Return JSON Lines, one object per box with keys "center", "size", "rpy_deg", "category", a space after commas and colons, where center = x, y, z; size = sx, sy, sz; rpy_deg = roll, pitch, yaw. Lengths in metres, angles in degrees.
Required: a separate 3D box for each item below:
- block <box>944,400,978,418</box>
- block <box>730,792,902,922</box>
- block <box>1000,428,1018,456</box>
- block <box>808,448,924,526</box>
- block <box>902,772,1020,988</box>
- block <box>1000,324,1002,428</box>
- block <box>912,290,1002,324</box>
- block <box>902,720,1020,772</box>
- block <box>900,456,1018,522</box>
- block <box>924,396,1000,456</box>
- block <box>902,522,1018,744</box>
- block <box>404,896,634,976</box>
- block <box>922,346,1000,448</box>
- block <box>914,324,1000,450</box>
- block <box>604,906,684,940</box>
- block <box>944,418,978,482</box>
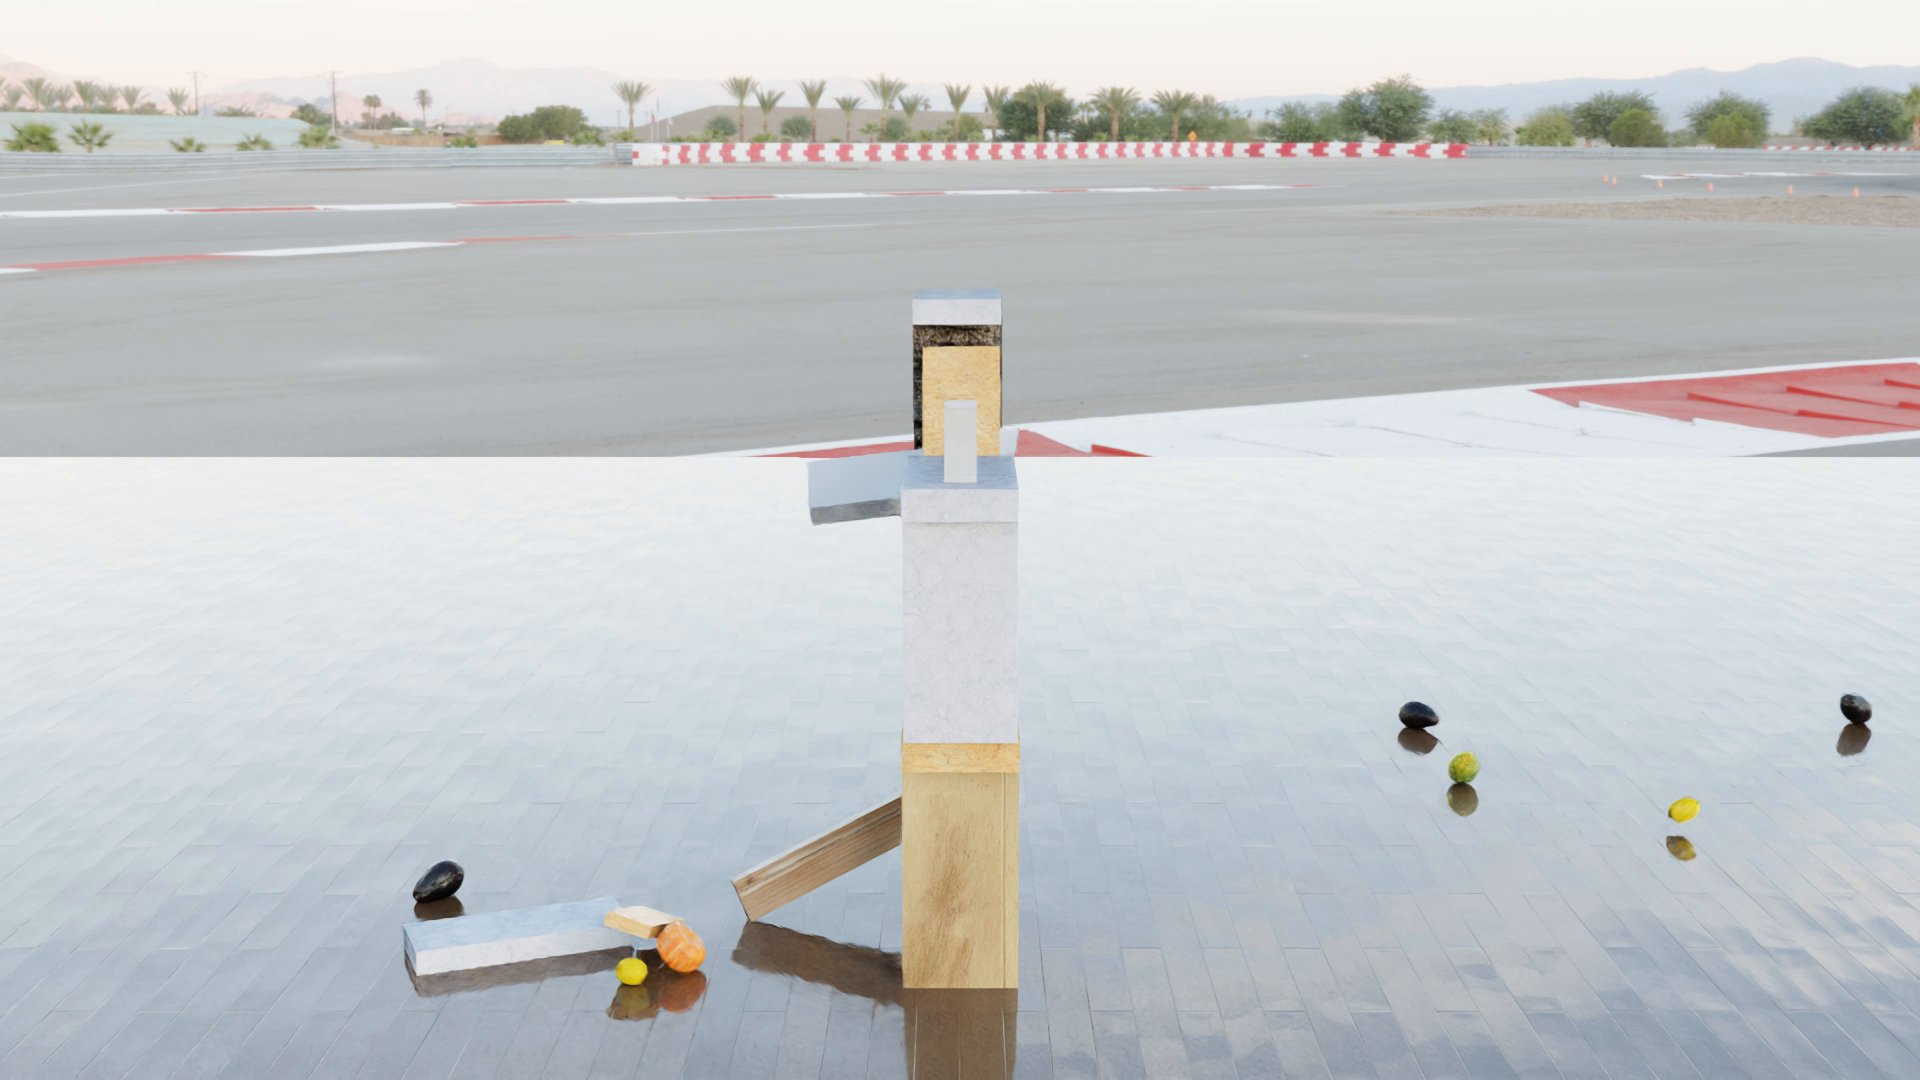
{"center": [0.001, -0.186, 3.116], "size": [0.047, 0.013, 0.094], "rpy_deg": [0, 10, 0], "category": "block"}
{"center": [-0.202, 0.507, 3.579], "size": [0.347, 0.075, 0.021], "rpy_deg": [-26, 16, -16], "category": "block"}
{"center": [0.024, -0.105, 3.559], "size": [0.118, 0.033, 0.236], "rpy_deg": [9, 38, 1], "category": "block"}
{"center": [-0.119, -0.091, 3.616], "size": [0.258, 0.037, 0.129], "rpy_deg": [-7, 37, -1], "category": "block"}
{"center": [0.001, 0.493, 3.256], "size": [0.171, 0.342, 0.048], "rpy_deg": [0, 11, 0], "category": "block"}
{"center": [0.001, -0.114, 3.957], "size": [0.147, 0.580, 0.042], "rpy_deg": [-1, 9, -4], "category": "block"}
{"center": [-0.002, -0.404, 3.802], "size": [0.147, 0.042, 0.294], "rpy_deg": [0, 10, 1], "category": "block"}
{"center": [0.001, 0.280, 3.333], "size": [0.171, 0.048, 0.342], "rpy_deg": [0, 11, 0], "category": "block"}
{"center": [0.000, -0.077, 3.208], "size": [0.163, 0.046, 0.327], "rpy_deg": [0, 11, 0], "category": "block"}
{"center": [0.002, -0.105, 3.401], "size": [0.118, 0.236, 0.033], "rpy_deg": [0, -13, 0], "category": "block"}
{"center": [0.001, 0.126, 3.136], "size": [0.163, 0.327, 0.046], "rpy_deg": [0, 11, 0], "category": "block"}
{"center": [-0.689, 0.616, 3.431], "size": [0.332, 0.037, 0.129], "rpy_deg": [-4, 11, -22], "category": "block"}
{"center": [0.002, -0.195, 3.705], "size": [0.129, 0.258, 0.037], "rpy_deg": [0, -5, 0], "category": "block"}
{"center": [-0.006, -0.225, 3.760], "size": [0.147, 0.294, 0.042], "rpy_deg": [0, 2, 0], "category": "block"}
{"center": [-0.487, 0.590, 3.396], "size": [0.075, 0.021, 0.149], "rpy_deg": [16, -3, 13], "category": "block"}
{"center": [0.001, -0.128, 3.095], "size": [0.047, 0.094, 0.013], "rpy_deg": [0, 11, 0], "category": "block"}
